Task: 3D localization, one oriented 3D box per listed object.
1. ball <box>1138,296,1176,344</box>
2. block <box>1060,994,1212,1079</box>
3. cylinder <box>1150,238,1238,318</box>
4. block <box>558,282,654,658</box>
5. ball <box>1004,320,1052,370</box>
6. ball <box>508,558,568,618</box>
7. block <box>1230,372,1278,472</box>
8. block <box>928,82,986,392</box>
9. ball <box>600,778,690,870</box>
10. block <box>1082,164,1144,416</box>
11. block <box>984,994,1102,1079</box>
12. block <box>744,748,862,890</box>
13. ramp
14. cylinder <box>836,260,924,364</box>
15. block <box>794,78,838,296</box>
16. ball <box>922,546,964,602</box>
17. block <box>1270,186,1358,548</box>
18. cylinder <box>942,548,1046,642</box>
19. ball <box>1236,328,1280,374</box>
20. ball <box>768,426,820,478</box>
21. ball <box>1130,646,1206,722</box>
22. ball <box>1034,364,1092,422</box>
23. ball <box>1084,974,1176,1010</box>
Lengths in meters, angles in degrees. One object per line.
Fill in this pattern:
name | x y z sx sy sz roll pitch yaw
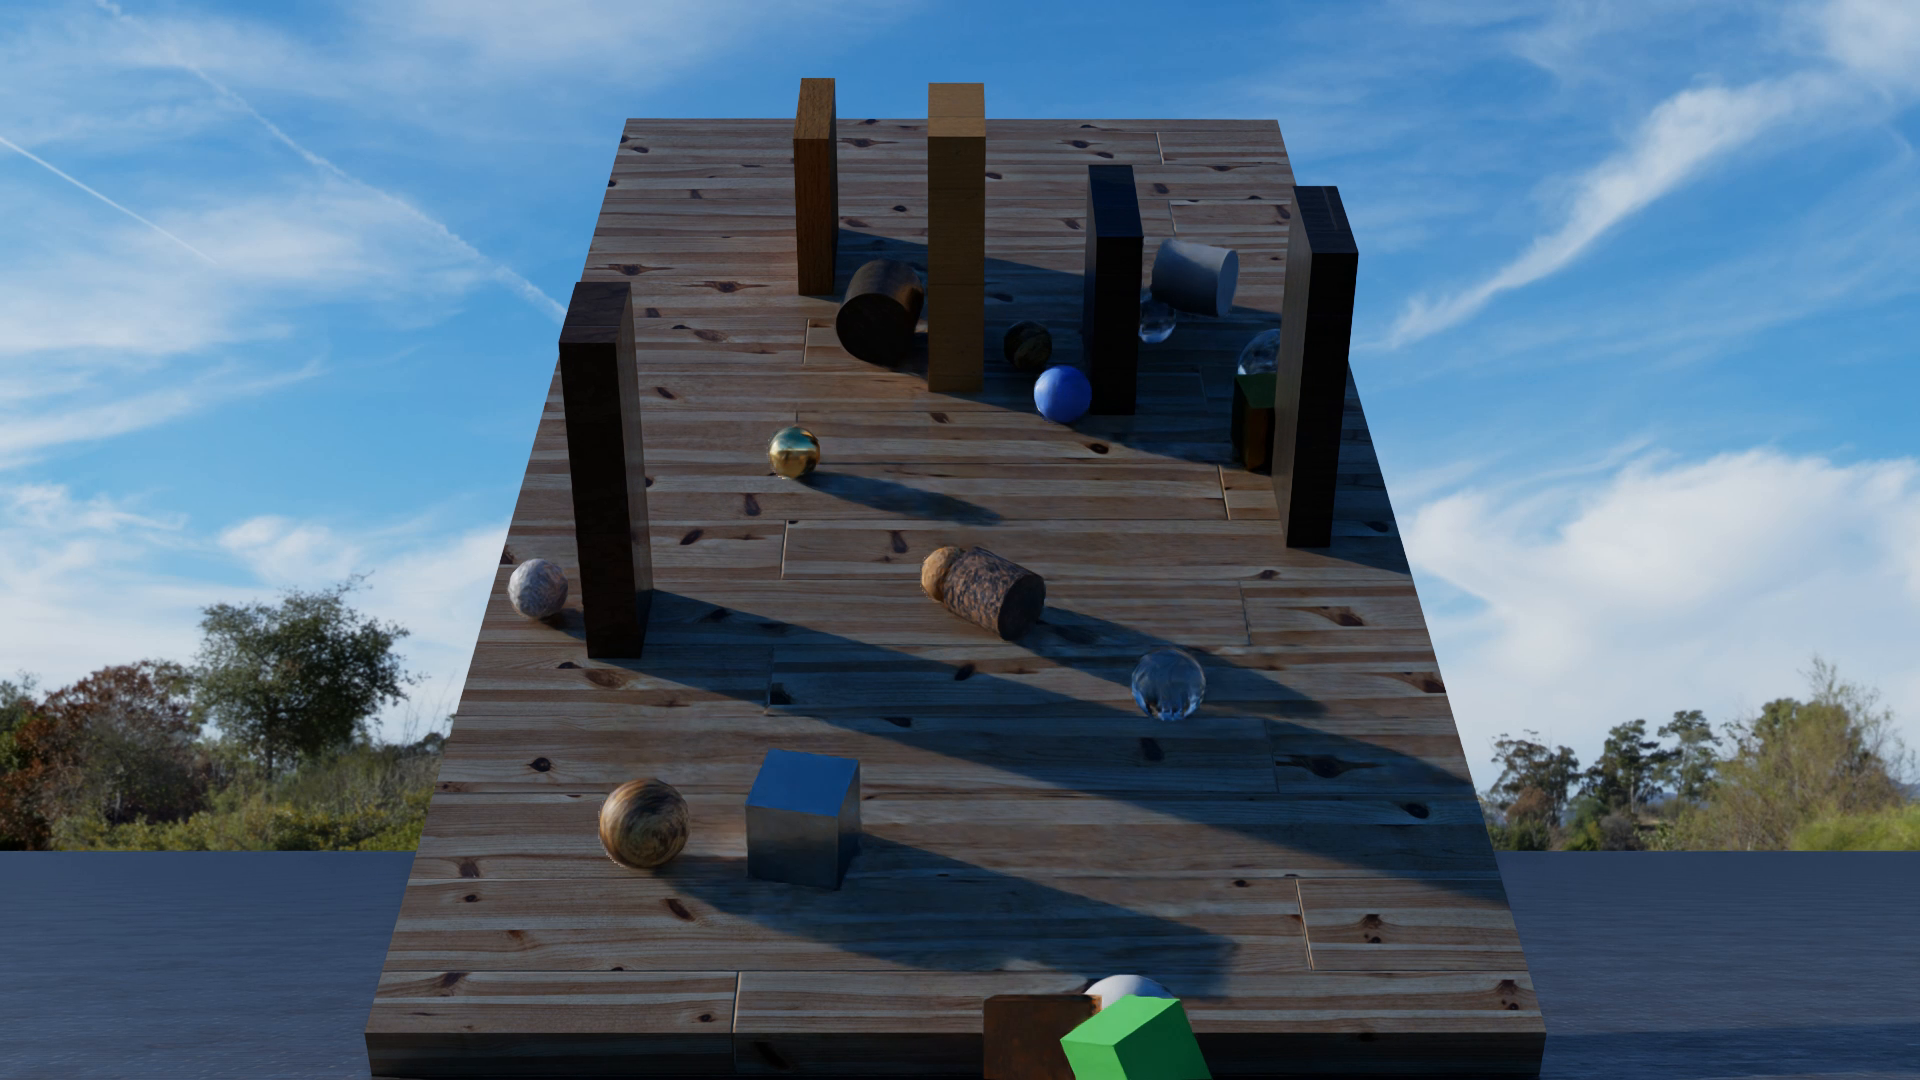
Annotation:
ball | 0.489 -0.561 6.248 0.122 0.122 0.122 0 -7 0
block | 0.252 0.742 3.492 0.131 0.131 0.131 -27 9 -32
cylinder | 0.602 -0.673 6.284 0.175 0.175 0.175 13 -2 20
block | -0.715 -0.136 4.987 0.109 0.735 0.263 0 32 0
ball | 0.170 -0.488 6.128 0.124 0.124 0.124 0 -7 0
ball | -0.892 0.103 5.180 0.125 0.125 0.125 0 -7 0
block | 0.743 -0.281 5.762 0.167 0.167 0.167 -4 32 -7
block | -0.010 -0.741 6.012 0.135 0.675 0.334 0 32 0
ball | -0.577 0.519 4.481 0.166 0.166 0.166 0 -7 0
block | 0.371 -0.615 6.002 0.108 0.475 0.417 0 32 0
block | 0.127 0.776 3.705 0.162 0.162 0.162 -1 -7 8
block | -0.286 0.511 4.490 0.171 0.171 0.171 6 33 10
ramp | -0.015 -0.188 5.860 2.000 0.100 4.000 0 32 0
cylinder | -0.201 -0.580 6.204 0.196 0.196 0.196 -1 32 10
block | -0.383 -0.950 6.558 0.091 0.444 0.418 0 32 0
ball | -0.023 0.074 5.235 0.120 0.120 0.120 0 -7 0
block | 0.775 -0.379 5.398 0.096 0.720 0.339 0 32 0
cylinder | 0.072 0.114 5.143 0.153 0.153 0.153 25 9 34
ball | 0.765 -0.412 5.899 0.194 0.194 0.194 0 -7 0
ball | -0.384 -0.204 5.675 0.120 0.120 0.120 0 -7 0
ball | 0.415 0.287 4.873 0.149 0.149 0.149 0 -7 0
ball | 0.248 -0.352 5.898 0.140 0.140 0.140 0 -7 0
ball | 0.264 0.781 3.862 0.190 0.190 0.190 0 -7 0
